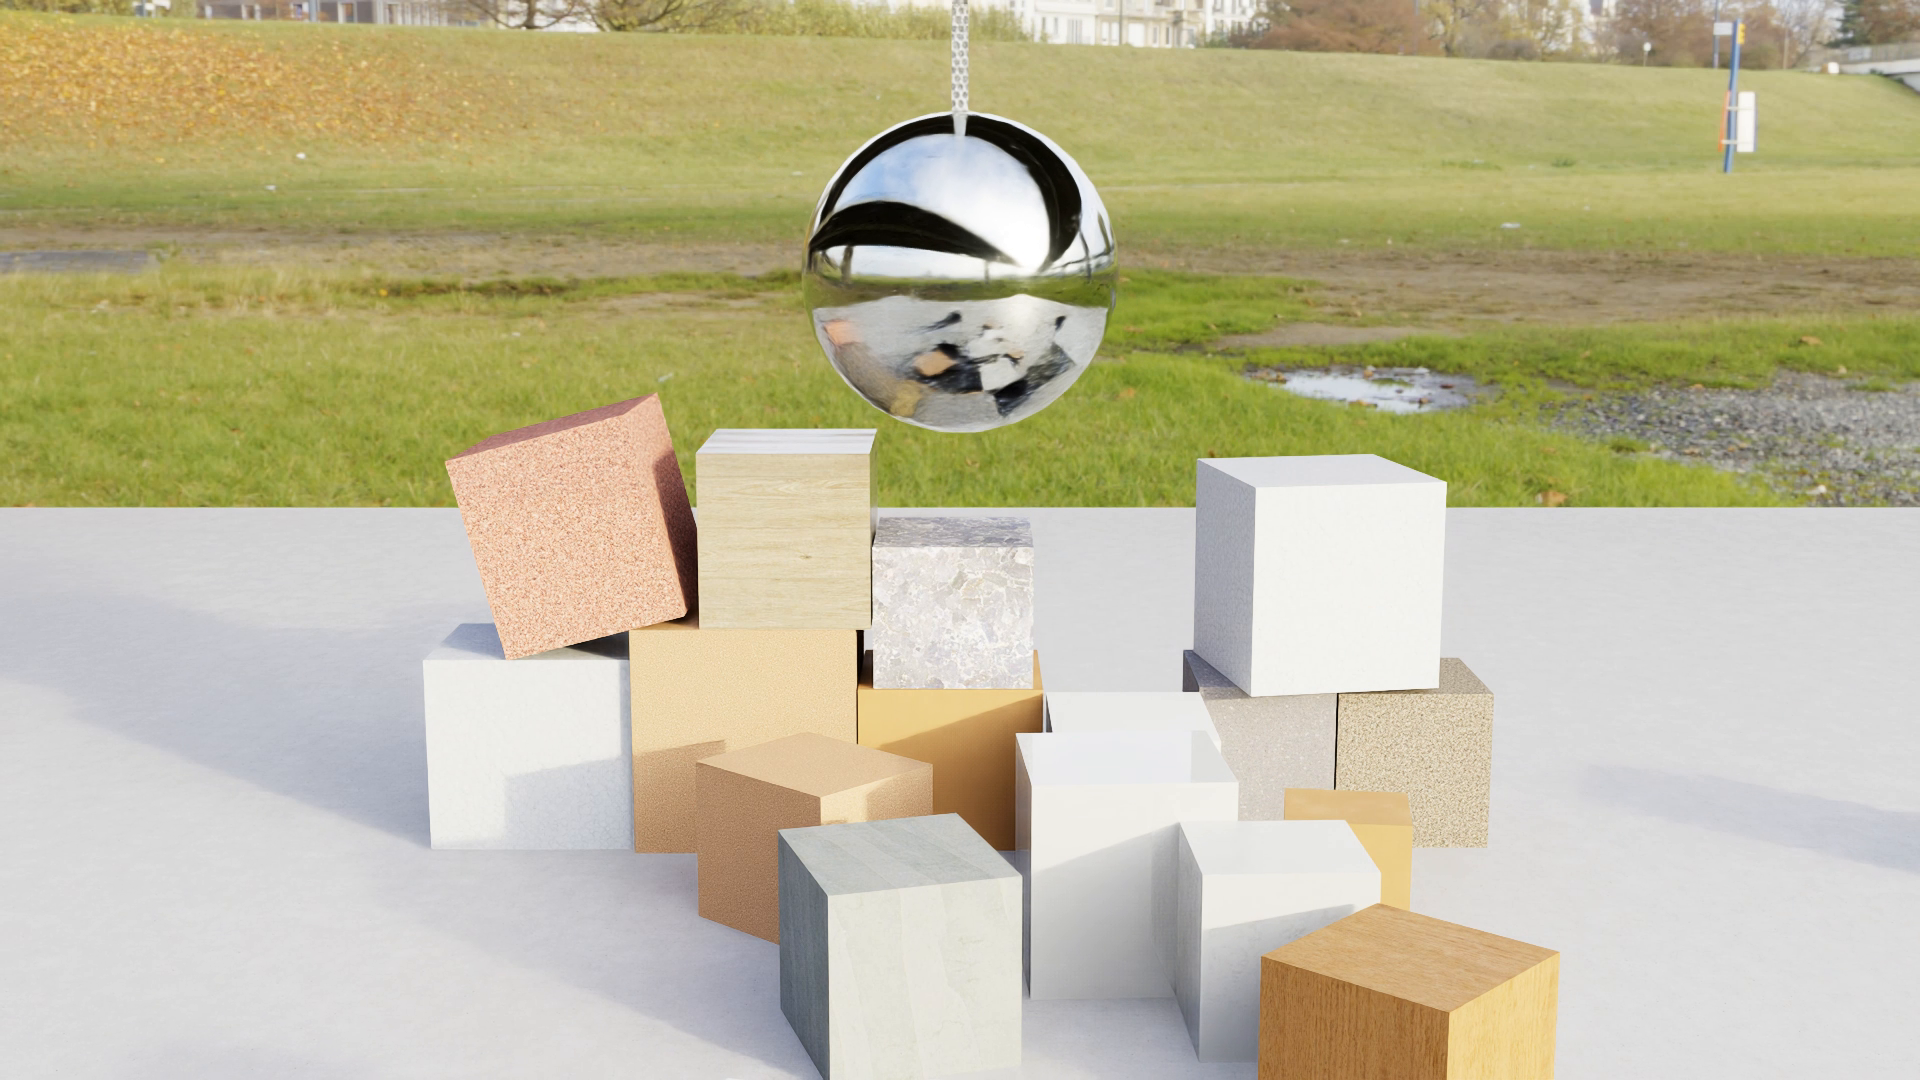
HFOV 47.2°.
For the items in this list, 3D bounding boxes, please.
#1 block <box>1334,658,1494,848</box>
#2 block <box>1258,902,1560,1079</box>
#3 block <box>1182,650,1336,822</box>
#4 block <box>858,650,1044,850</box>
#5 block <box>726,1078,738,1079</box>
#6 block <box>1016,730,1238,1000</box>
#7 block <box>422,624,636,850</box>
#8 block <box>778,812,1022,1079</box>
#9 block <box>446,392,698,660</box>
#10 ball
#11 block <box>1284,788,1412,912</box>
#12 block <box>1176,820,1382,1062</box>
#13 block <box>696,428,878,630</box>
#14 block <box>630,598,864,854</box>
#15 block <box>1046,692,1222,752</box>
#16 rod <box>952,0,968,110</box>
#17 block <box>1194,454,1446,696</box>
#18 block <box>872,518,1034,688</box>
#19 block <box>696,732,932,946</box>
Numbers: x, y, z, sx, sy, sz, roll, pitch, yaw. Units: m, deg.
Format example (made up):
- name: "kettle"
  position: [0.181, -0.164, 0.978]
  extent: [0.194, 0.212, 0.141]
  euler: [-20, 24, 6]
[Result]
- name: "block"
  position: [2.266, 1.086, 11.373]
  extent: [0.770, 0.794, 0.786]
  euler: [0, 10, 0]
- name: "block"
  position: [1.598, 1.793, 7.850]
  extent: [0.755, 0.664, 0.756]
  euler: [9, 14, 42]
- name: "block"
  position: [1.529, 1.065, 11.390]
  extent: [0.682, 0.830, 0.816]
  euler: [0, 10, 0]
- name: "block"
  position: [-0.046, 1.070, 11.367]
  extent: [0.916, 0.828, 0.879]
  euler: [0, 10, 0]
- name: "block"
  position: [-0.364, 2.048, 5.964]
  extent: [0.823, 0.837, 0.753]
  euler: [3, 11, 14]
- name: "block"
  position: [0.692, 1.375, 9.433]
  extent: [0.847, 0.920, 0.802]
  euler: [-1, 10, -3]
- name: "block"
  position: [-2.141, 0.997, 11.360]
  extent: [1.021, 0.974, 0.845]
  euler: [0, 10, 0]
- name: "block"
  position: [-0.250, 1.595, 8.663]
  extent: [0.756, 0.763, 0.829]
  euler: [-3, 11, -17]
- name: "block"
  position: [-1.903, -0.085, 11.127]
  extent: [0.914, 1.027, 0.853]
  euler: [-14, 10, 6]
- name: "ball"
  position: [0.000, -1.339, 11.037]
  extent: [1.600, 1.600, 1.600]
  euler: [0, 10, 0]
- name: "block"
  position: [1.739, 1.470, 9.931]
  extent: [0.554, 0.554, 0.506]
  euler: [2, 10, 8]
- name: "block"
  position: [1.250, 1.582, 8.749]
  extent: [0.682, 0.757, 0.664]
  euler: [0, 10, -2]
- name: "block"
  position: [-0.857, -0.072, 11.166]
  extent: [0.841, 0.872, 0.921]
  euler: [0, 10, 0]
- name: "block"
  position: [-1.067, 0.914, 11.357]
  extent: [1.107, 1.138, 0.993]
  euler: [0, 10, 0]
- name: "block"
  position: [0.805, 1.234, 10.495]
  extent: [0.757, 0.817, 0.899]
  euler: [0, 10, 0]
- name: "rod"
  position: [0.000, -4.674, 10.374]
  extent: [0.080, 5.200, 0.080]
  euler: [0, 11, 0]
- name: "block"
  position: [1.805, 0.154, 11.196]
  extent: [0.968, 1.031, 0.989]
  euler: [-2, 10, -10]
- name: "block"
  position: [-0.031, 0.308, 11.254]
  extent: [0.789, 0.711, 0.878]
  euler: [0, 10, 0]
- name: "block"
  position: [-0.661, 1.367, 9.992]
  extent: [0.824, 0.736, 0.693]
  euler: [9, 14, 42]
